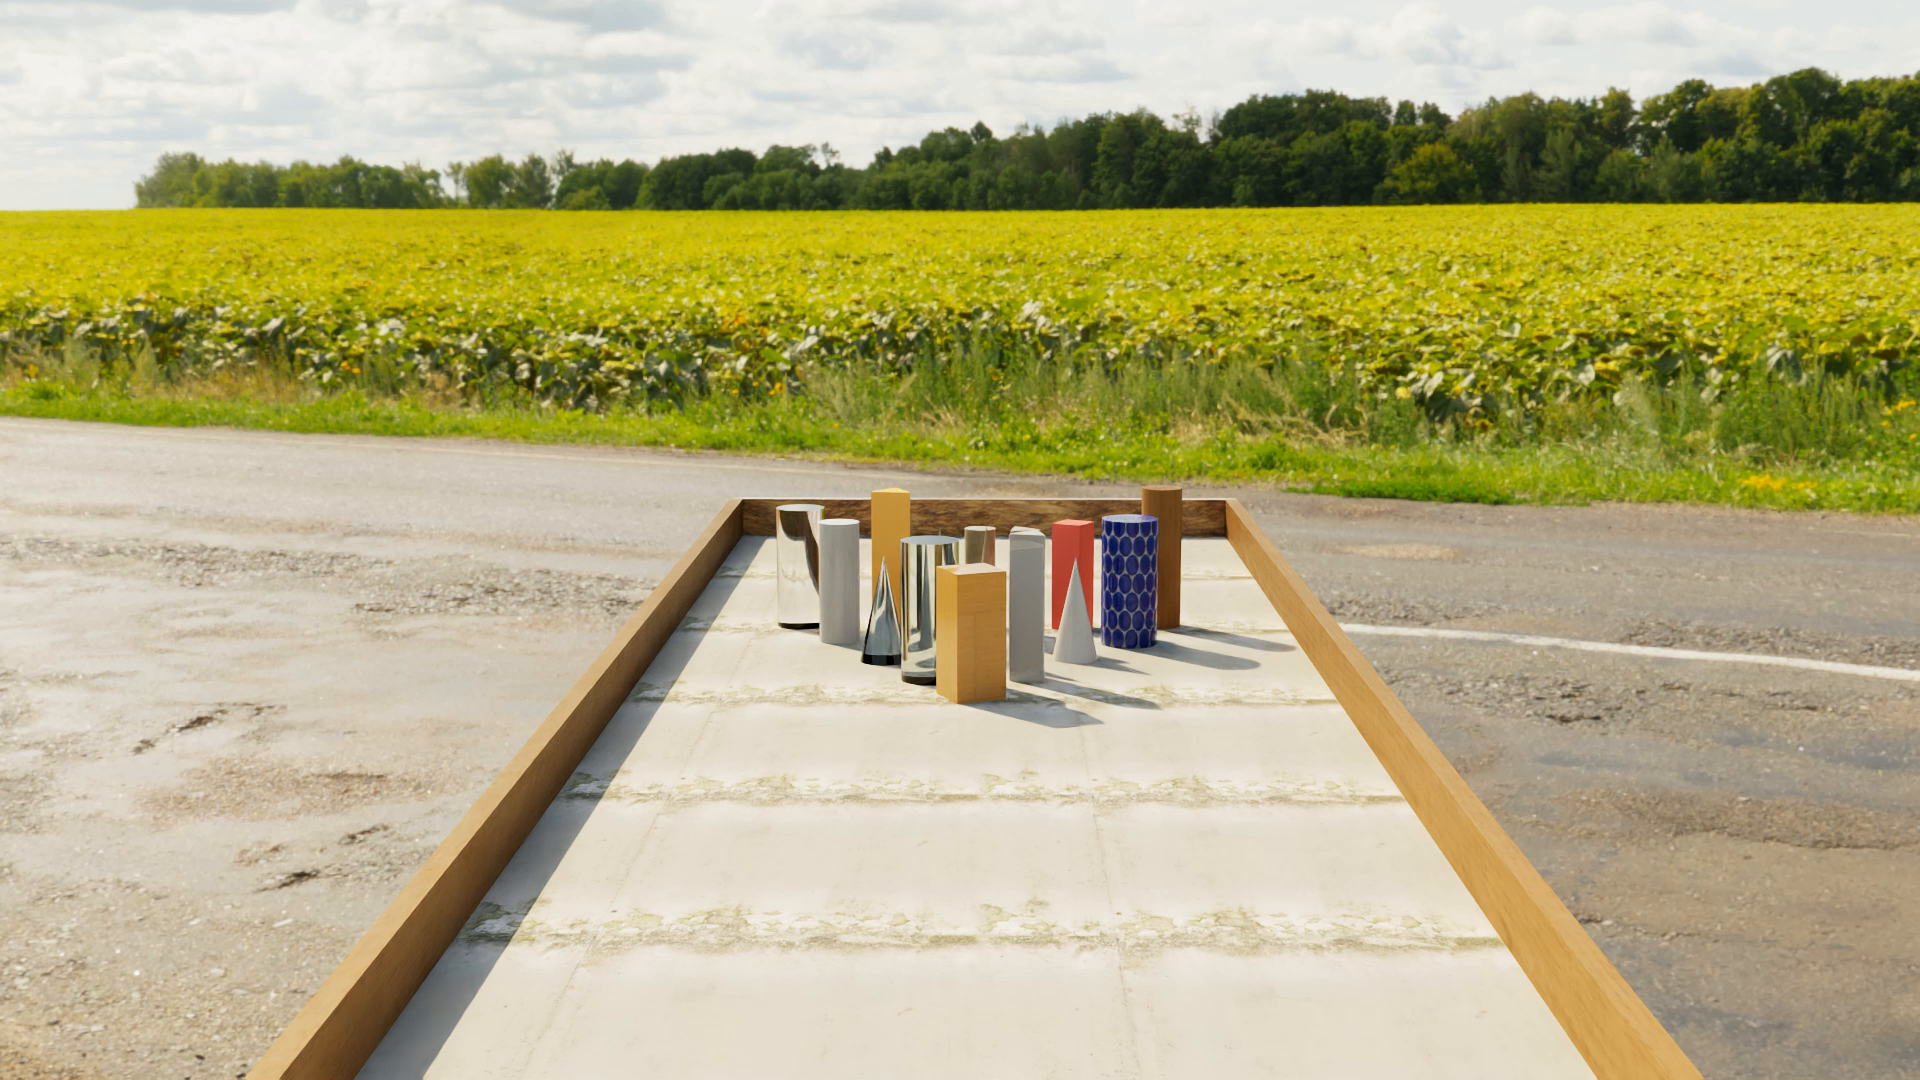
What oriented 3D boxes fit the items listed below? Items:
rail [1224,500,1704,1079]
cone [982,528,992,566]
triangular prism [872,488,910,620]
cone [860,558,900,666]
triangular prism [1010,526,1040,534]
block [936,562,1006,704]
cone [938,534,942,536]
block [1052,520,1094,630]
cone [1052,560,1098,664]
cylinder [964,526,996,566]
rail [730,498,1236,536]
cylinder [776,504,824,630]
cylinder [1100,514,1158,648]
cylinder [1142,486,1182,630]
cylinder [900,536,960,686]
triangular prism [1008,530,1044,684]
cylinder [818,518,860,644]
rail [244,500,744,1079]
[{"bbox_3d":[1.046,0.843,3.208,0.050,0.150,12.000,0,9,1],"label":"rail"},{"bbox_3d":[0.079,0.159,6.655,0.104,0.423,0.104,0,9,0],"label":"cone"},{"bbox_3d":[-0.219,0.060,7.192,0.124,0.451,0.108,1,9,7],"label":"triangular prism"},{"bbox_3d":[-0.231,0.206,6.668,0.146,0.326,0.146,0,9,0],"label":"cone"},{"bbox_3d":[0.190,0.143,6.942,0.102,0.364,0.088,-3,10,-20],"label":"triangular prism"},{"bbox_3d":[0.032,0.261,6.194,0.150,0.366,0.150,-4,10,-23],"label":"block"},{"bbox_3d":[-0.063,0.143,6.953,0.127,0.362,0.127,0,9,0],"label":"cone"},{"bbox_3d":[0.368,0.115,7.172,0.101,0.348,0.101,5,10,30],"label":"block"},{"bbox_3d":[0.351,0.207,6.695,0.140,0.316,0.140,0,9,0],"label":"cone"},{"bbox_3d":[0.065,0.122,7.205,0.101,0.324,0.101,0,9,0],"label":"cylinder"},{"bbox_3d":[0.099,-0.098,9.147,2.100,0.150,0.050,0,9,1],"label":"rail"},{"bbox_3d":[-0.521,0.087,7.214,0.158,0.390,0.158,0,9,0],"label":"cylinder"},{"bbox_3d":[0.533,0.129,6.922,0.178,0.398,0.178,0,9,0],"label":"cylinder"},{"bbox_3d":[0.658,0.055,7.201,0.132,0.457,0.132,0,9,0],"label":"cylinder"},{"bbox_3d":[-0.088,0.204,6.408,0.170,0.412,0.170,0,9,0],"label":"cylinder"},{"bbox_3d":[0.208,0.192,6.412,0.107,0.434,0.092,3,9,18],"label":"triangular prism"},{"bbox_3d":[-0.382,0.131,6.964,0.129,0.382,0.129,0,9,0],"label":"cylinder"},{"bbox_3d":[-1.004,0.839,3.234,0.050,0.150,12.000,0,9,1],"label":"rail"}]
